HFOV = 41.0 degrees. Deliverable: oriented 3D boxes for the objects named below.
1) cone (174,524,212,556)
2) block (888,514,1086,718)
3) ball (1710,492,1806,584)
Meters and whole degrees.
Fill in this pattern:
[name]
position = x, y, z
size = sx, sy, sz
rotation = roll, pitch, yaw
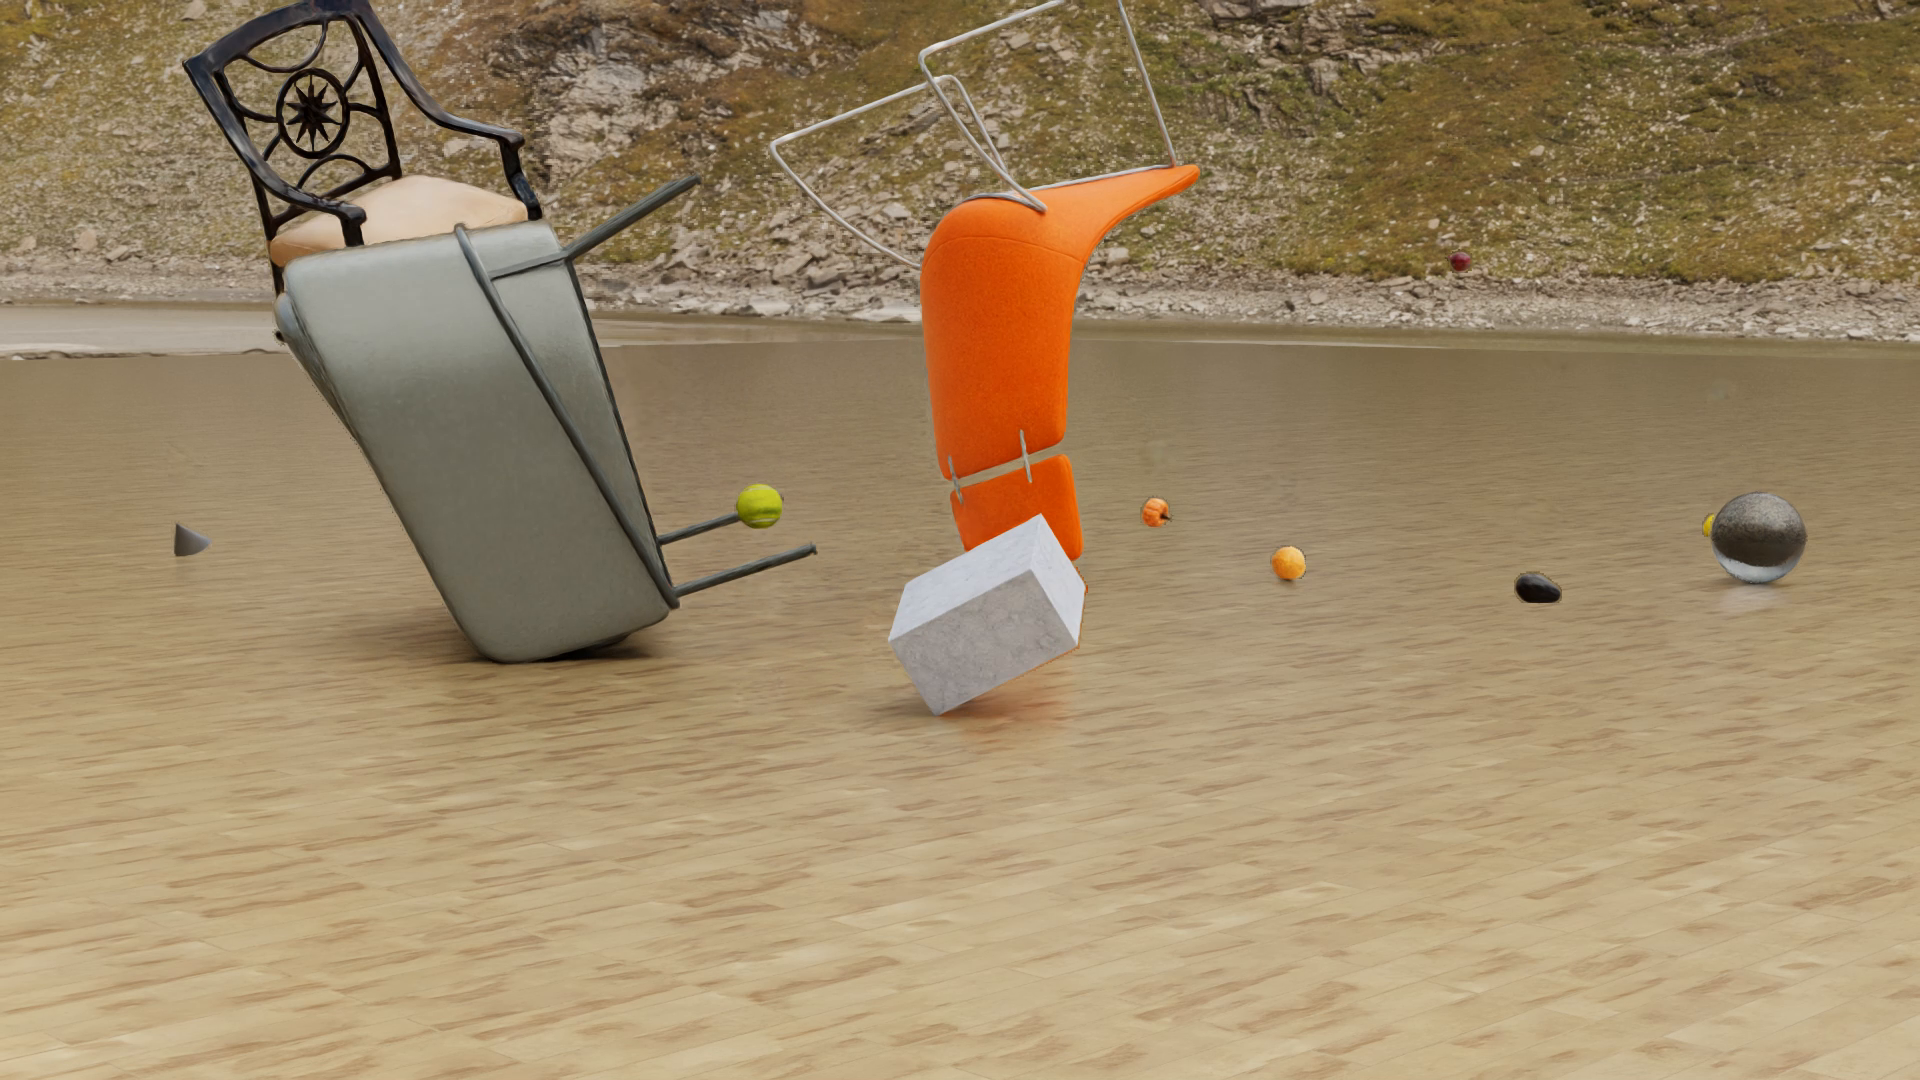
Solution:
[cone]
position = -1.817, -0.012, 6.008
size = 0.094, 0.087, 0.052
rotation = -18, 46, 3
[block]
position = 0.044, 0.112, 3.899
size = 0.245, 0.139, 0.235
rotation = -27, 15, 15
[ball]
position = 1.713, -0.005, 5.504
size = 0.197, 0.197, 0.197
rotation = 0, 6, 0
